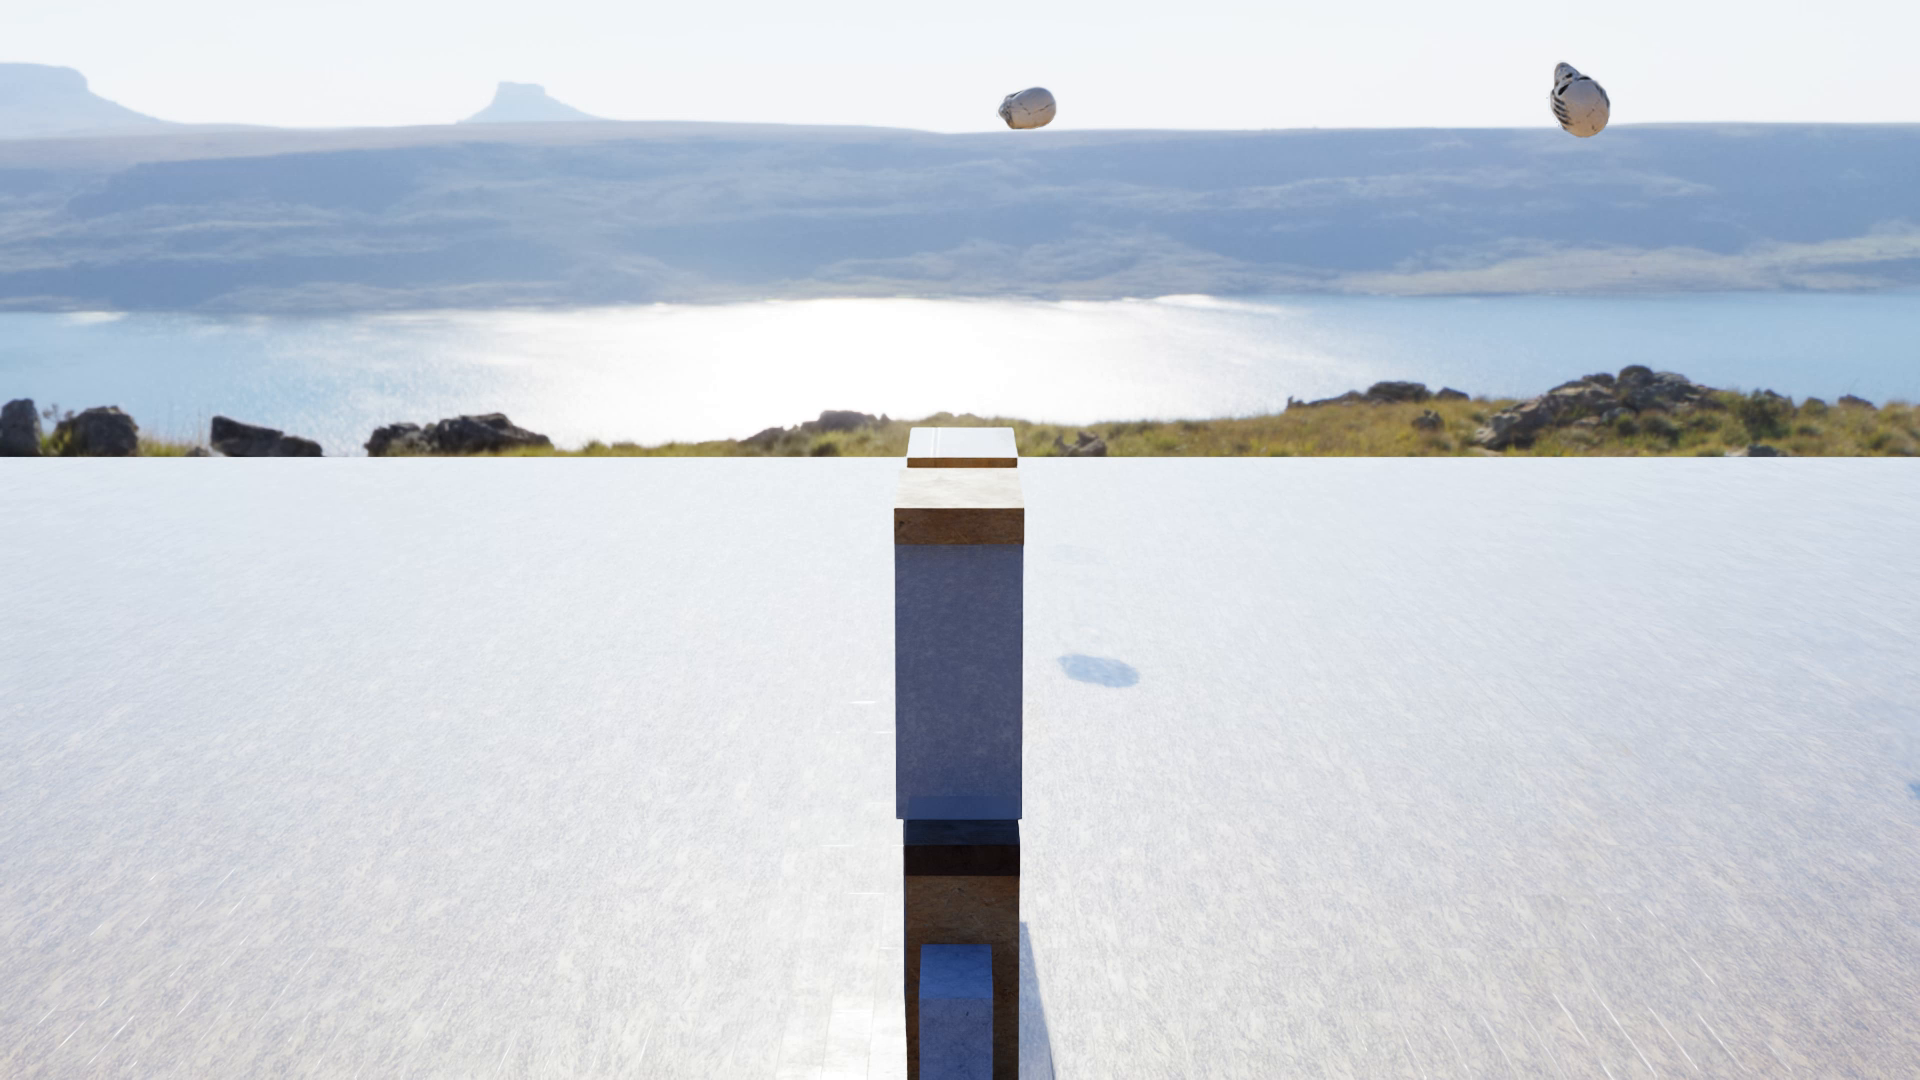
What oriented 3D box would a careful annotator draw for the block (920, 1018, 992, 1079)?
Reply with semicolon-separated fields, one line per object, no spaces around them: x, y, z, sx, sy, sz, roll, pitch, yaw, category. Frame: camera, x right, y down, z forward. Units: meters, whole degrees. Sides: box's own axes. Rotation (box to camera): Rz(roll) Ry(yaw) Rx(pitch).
-0.005;0.670;2.742;0.091;0.182;0.026;0;11;0;block

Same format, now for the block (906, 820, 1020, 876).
0.004;0.389;3.001;0.149;0.042;0.299;0;11;0;block

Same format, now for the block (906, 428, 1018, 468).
0.004;-0.132;3.491;0.168;0.048;0.336;0;11;0;block

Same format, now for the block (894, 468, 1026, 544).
-0.001;-0.049;3.016;0.170;0.048;0.340;0;11;0;block

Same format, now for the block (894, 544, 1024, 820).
-0.001;0.183;2.944;0.170;0.382;0.048;0;11;0;block

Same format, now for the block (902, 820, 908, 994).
0.001;0.500;3.235;0.168;0.336;0.048;0;11;0;block

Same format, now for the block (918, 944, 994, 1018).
-0.005;0.557;2.782;0.091;0.026;0.182;0;11;0;block

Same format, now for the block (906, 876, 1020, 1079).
0.004;0.575;2.934;0.149;0.299;0.042;0;11;0;block
